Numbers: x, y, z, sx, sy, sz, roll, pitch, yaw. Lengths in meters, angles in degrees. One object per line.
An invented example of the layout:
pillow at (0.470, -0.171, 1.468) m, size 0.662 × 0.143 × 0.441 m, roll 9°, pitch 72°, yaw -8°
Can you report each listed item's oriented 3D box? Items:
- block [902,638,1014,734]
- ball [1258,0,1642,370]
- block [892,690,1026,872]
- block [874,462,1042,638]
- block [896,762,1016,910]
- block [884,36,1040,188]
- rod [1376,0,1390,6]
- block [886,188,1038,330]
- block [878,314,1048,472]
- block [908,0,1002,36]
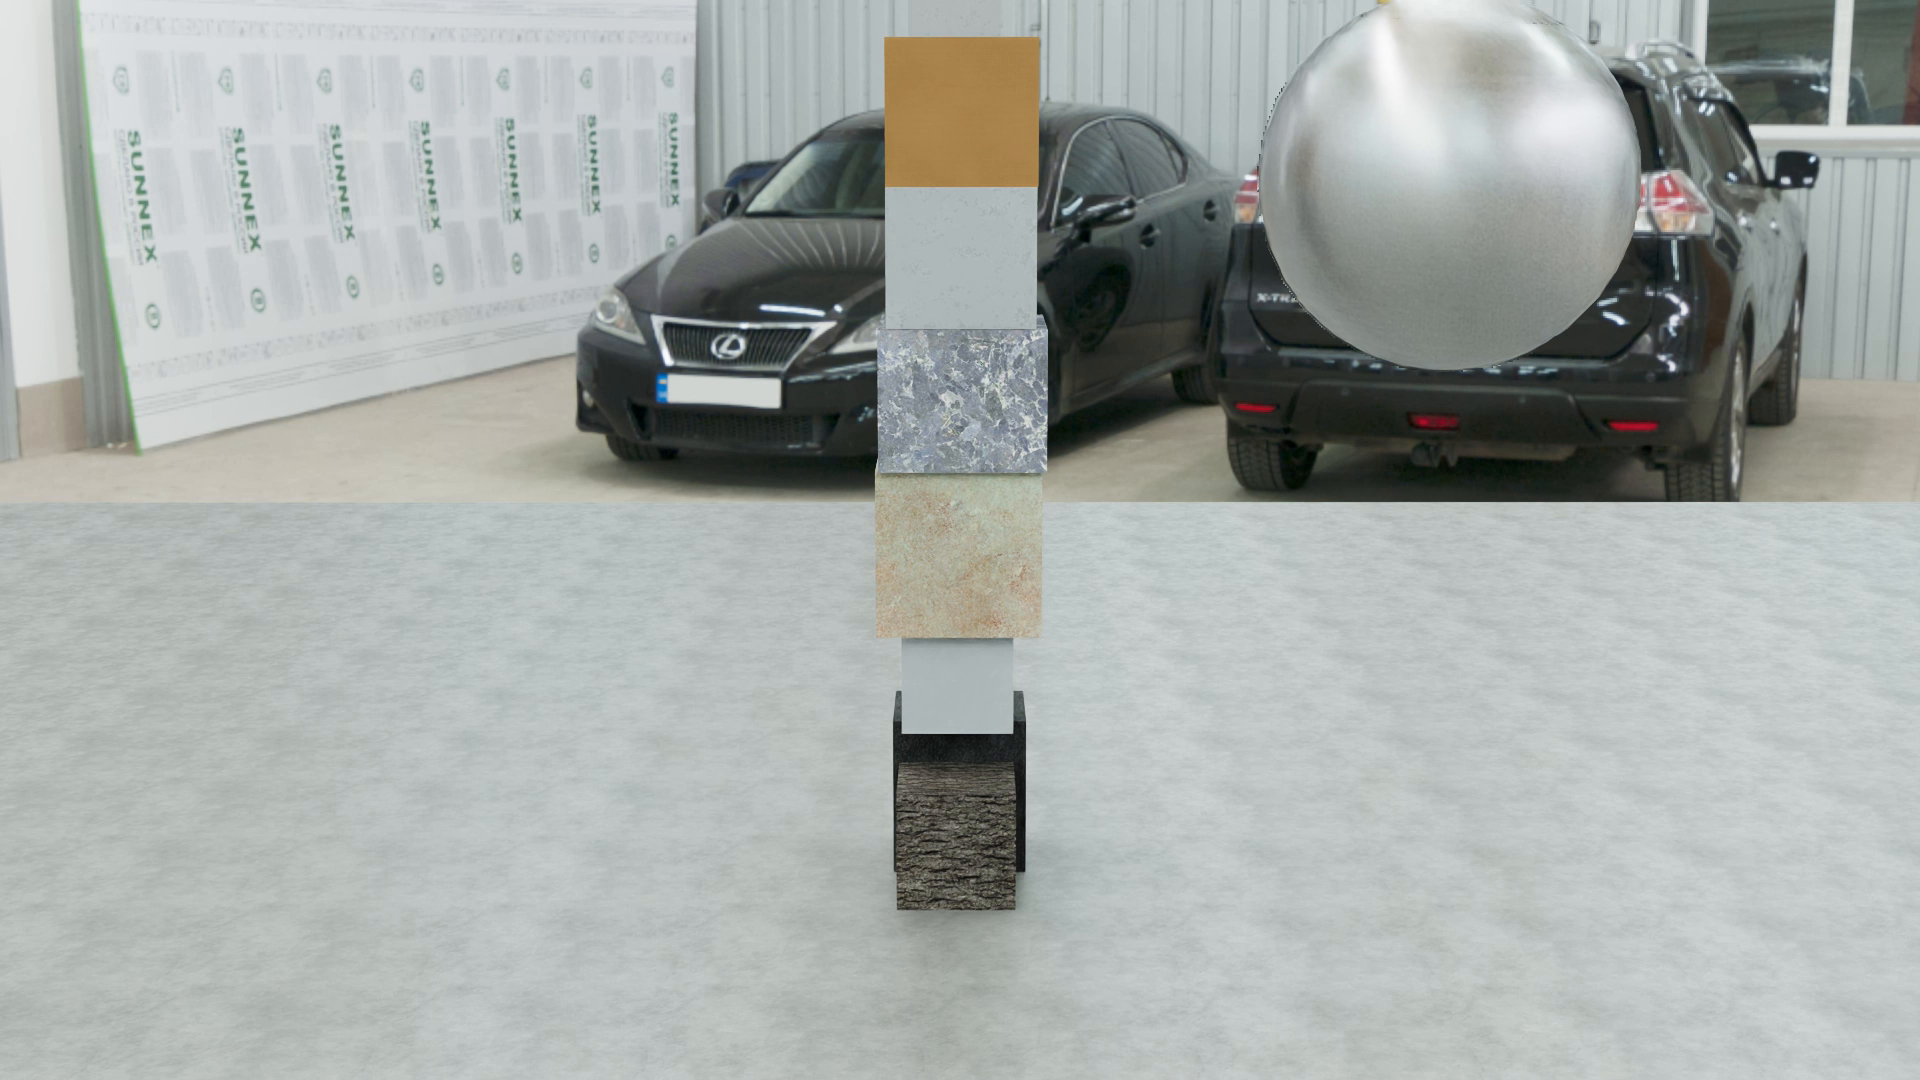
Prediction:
block at (-0.010, 0.578, 11.285) m, size 0.482 × 0.441 × 0.469 m, roll 0°, pitch 10°, yaw 0°
ball at (2.074, -1.521, 10.904) m, size 1.600 × 1.600 × 1.600 m, roll 0°, pitch 10°, yaw 0°
block at (-0.002, 1.088, 11.649) m, size 0.588 × 0.691 × 0.570 m, roll 0°, pitch 10°, yaw 0°
block at (-0.006, 0.009, 11.182) m, size 0.705 × 0.717 × 0.617 m, roll 0°, pitch 10°, yaw 0°
block at (-0.016, 1.278, 11.118) m, size 0.505 × 0.507 × 0.523 m, roll 0°, pitch 10°, yaw 0°
block at (0.007, -1.813, 10.851) m, size 0.635 × 0.611 × 0.575 m, roll 0°, pitch 10°, yaw 0°
rod at (0.899, -4.660, 10.333) m, size 0.080 × 5.200 × 0.080 m, roll -20°, pitch 10°, yaw 4°
block at (0.005, -1.224, 10.958) m, size 0.630 × 0.587 × 0.600 m, roll 0°, pitch 10°, yaw 0°
block at (0.011, -0.639, 11.064) m, size 0.710 × 0.600 × 0.697 m, roll 0°, pitch 10°, yaw 0°
block at (-0.019, -2.292, 10.763) m, size 0.392 × 0.364 × 0.389 m, roll 0°, pitch 10°, yaw 0°
